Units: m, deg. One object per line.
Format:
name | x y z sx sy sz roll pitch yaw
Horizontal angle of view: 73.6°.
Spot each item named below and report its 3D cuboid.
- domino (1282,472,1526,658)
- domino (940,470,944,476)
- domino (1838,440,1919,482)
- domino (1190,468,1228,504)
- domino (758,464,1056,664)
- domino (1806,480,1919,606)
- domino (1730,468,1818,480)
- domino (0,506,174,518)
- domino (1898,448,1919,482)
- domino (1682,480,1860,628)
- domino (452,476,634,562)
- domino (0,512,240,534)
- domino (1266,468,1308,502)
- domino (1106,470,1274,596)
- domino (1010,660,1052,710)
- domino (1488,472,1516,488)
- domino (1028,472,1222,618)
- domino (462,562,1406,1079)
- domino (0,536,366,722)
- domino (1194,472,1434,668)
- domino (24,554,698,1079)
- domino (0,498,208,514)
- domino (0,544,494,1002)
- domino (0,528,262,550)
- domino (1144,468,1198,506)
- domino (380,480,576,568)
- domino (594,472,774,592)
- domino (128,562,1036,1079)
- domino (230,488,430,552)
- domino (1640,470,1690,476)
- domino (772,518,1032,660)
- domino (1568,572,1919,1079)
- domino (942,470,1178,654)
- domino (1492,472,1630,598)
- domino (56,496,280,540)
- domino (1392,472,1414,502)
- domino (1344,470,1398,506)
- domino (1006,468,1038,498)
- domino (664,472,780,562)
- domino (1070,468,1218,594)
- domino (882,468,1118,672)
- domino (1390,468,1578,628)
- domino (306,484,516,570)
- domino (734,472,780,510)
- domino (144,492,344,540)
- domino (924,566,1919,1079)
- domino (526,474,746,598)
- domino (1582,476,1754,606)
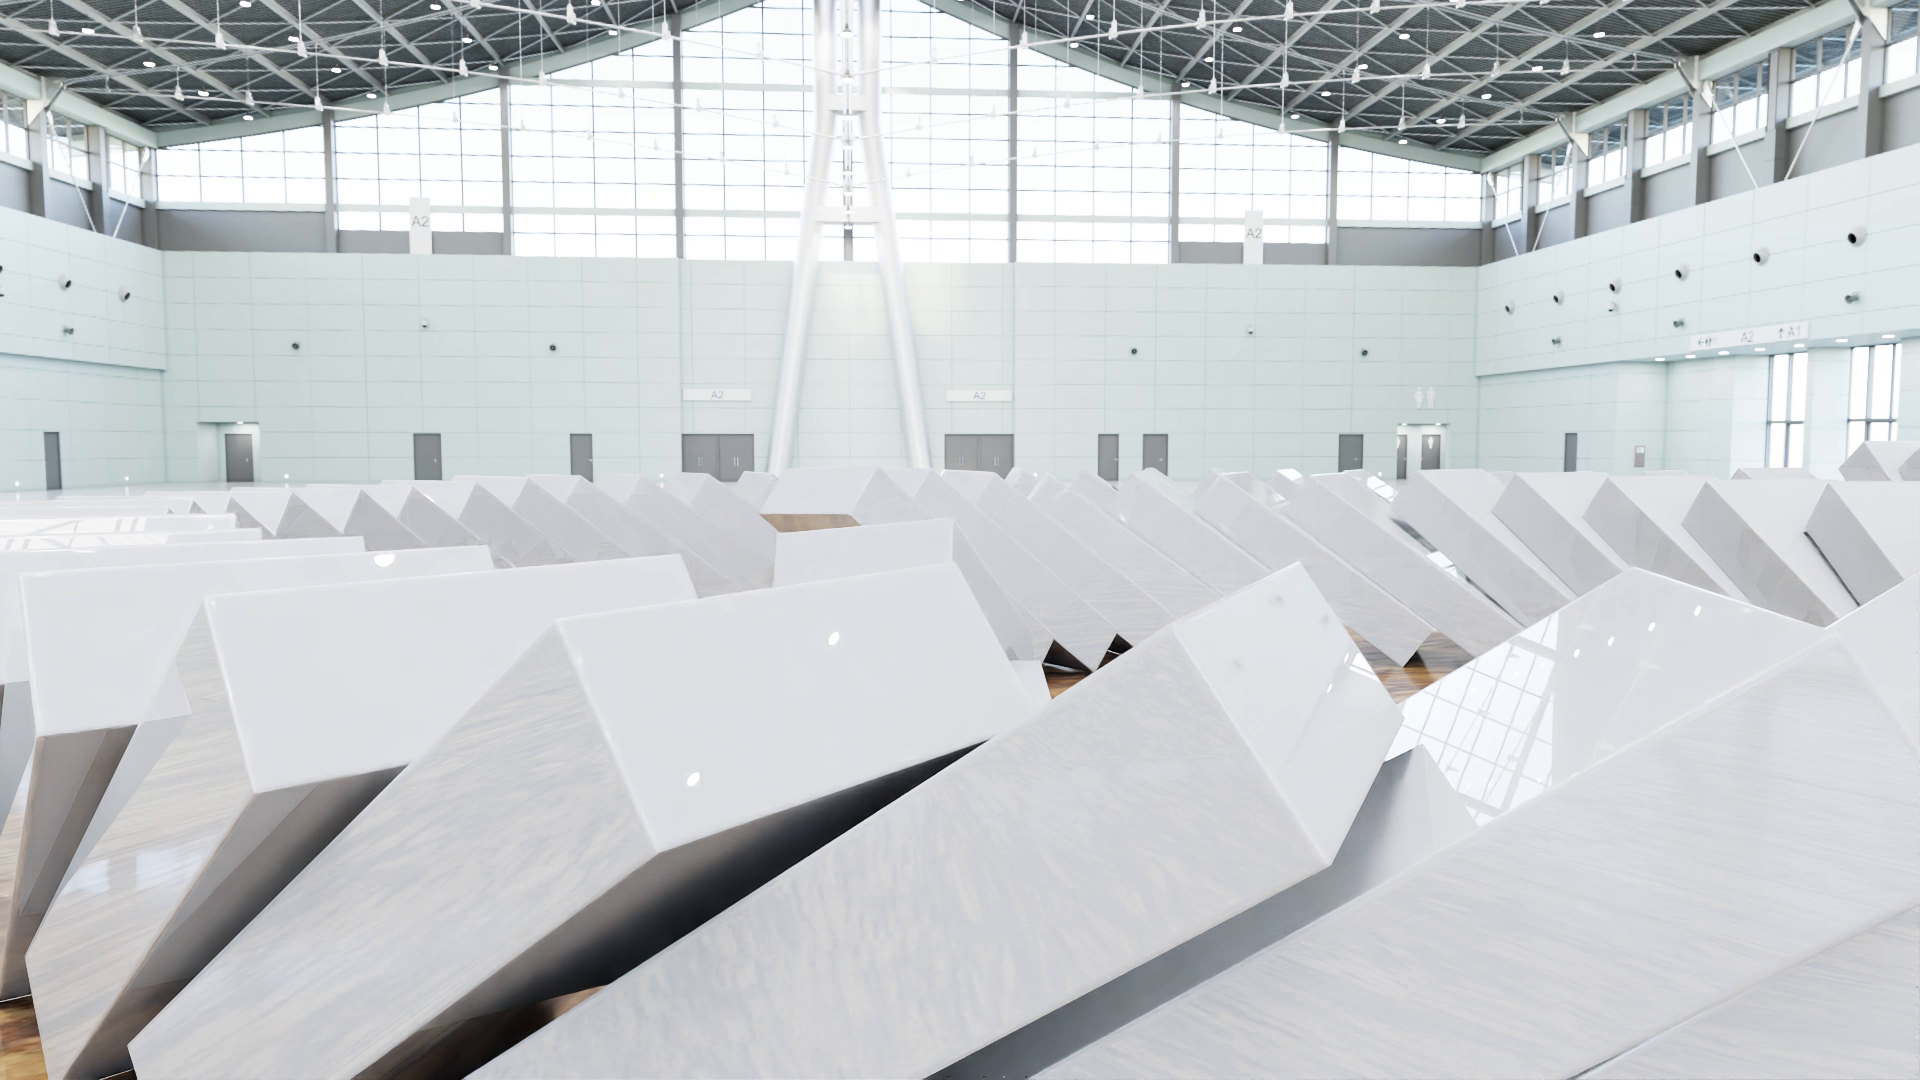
domino | 0.091 0.005 0.256 0.050 0.009 0.025 41 23 23
domino | 0.016 -0.002 0.355 0.050 0.009 0.025 33 -3 -12
domino | 0.219 0.000 0.281 0.025 0.050 0.010 -1 -38 -7
domino | 0.090 -0.002 0.360 0.050 0.010 0.025 36 13 13
domino | -0.008 0.006 0.221 0.025 0.010 0.050 2 -34 47
domino | 0.147 0.010 0.184 0.025 0.010 0.050 0 40 4
domino | 0.205 0.002 0.298 0.025 0.009 0.050 -2 40 -26
domino | -0.098 0.013 0.151 0.025 0.010 0.050 -1 -30 -9
domino | 0.224 0.001 0.269 0.025 0.050 0.010 0 -38 -7
domino | 0.141 0.009 0.202 0.025 0.010 0.050 -1 39 -9
domino | -0.085 0.004 0.278 0.025 0.010 0.050 3 -29 36
domino | -0.087 0.015 0.134 0.025 0.009 0.050 -2 -30 -23
domino | 0.108 -0.002 0.355 0.050 0.009 0.025 37 17 17
domino | 0.055 0.004 0.264 0.050 0.010 0.025 37 12 10
domino | -0.001 0.025 0.171 0.025 0.009 0.050 0 4 1
domino | 0.159 0.000 0.333 0.050 0.010 0.025 41 26 28
domino | 0.035 0.005 0.262 0.050 0.009 0.025 35 5 -1
domino | -0.004 0.020 0.064 0.050 0.010 0.025 -36 -11 22
domino | -0.065 0.017 0.104 0.025 0.009 0.050 -3 -28 -35
domino | 0.073 0.005 0.262 0.050 0.009 0.025 39 18 17
domino | -0.038 0.019 0.079 0.025 0.009 0.050 -5 -27 -47
domino | -0.102 0.012 0.169 0.025 0.010 0.050 -1 -30 -2
domino | -0.052 0.018 0.091 0.025 0.009 0.050 -4 -28 -41
domino | -0.078 0.016 0.118 0.025 0.010 0.050 -2 -29 -27
domino | 0.072 -0.003 0.363 0.050 0.010 0.025 35 11 9
domino | -0.092 0.005 0.260 0.025 0.010 0.050 2 -29 27
domino | -0.064 0.002 0.309 0.050 0.010 0.025 37 -19 -32
domino | -0.022 0.019 0.070 0.050 0.010 0.025 -38 -18 32
domino | -0.101 0.008 0.224 0.025 0.009 0.050 1 -29 16
domino | 0.189 0.001 0.311 0.025 0.009 0.050 -4 40 -41
domino | -0.007 0.012 0.193 0.025 0.010 0.050 -5 -23 14
domino | 0.034 0.020 0.062 0.050 0.010 0.025 -34 0 7
domino | 0.018 0.005 0.248 0.050 0.010 0.025 37 -10 -20
domino | 0.125 0.006 0.235 0.025 0.010 0.050 -1 40 -26
domino | -0.105 0.011 0.188 0.025 0.009 0.050 0 -29 7
domino | 0.142 -0.001 0.341 0.050 0.009 0.025 38 22 23
domino | 0.126 -0.001 0.349 0.050 0.010 0.025 38 21 21
domino | 0.034 -0.002 0.360 0.050 0.009 0.025 34 1 -6
domino | -0.050 0.001 0.321 0.050 0.010 0.025 36 -15 -28
domino | 0.053 -0.003 0.364 0.050 0.010 0.025 34 7 4
domino | 0.003 0.006 0.236 0.050 0.010 0.025 40 -18 -27
domino | 0.110 0.005 0.248 0.025 0.010 0.050 -4 42 -40
domino | -0.098 0.007 0.243 0.025 0.010 0.050 2 -29 23
domino | -0.034 0.000 0.332 0.050 0.010 0.025 34 -11 -23
domino | -0.104 0.009 0.206 0.025 0.010 0.050 1 -29 12
domino | 0.016 0.020 0.062 0.050 0.010 0.025 -34 -4 13
domino | -0.076 0.003 0.295 0.025 0.010 0.050 4 -28 46
domino | 0.134 0.008 0.219 0.025 0.010 0.050 -1 40 -18
